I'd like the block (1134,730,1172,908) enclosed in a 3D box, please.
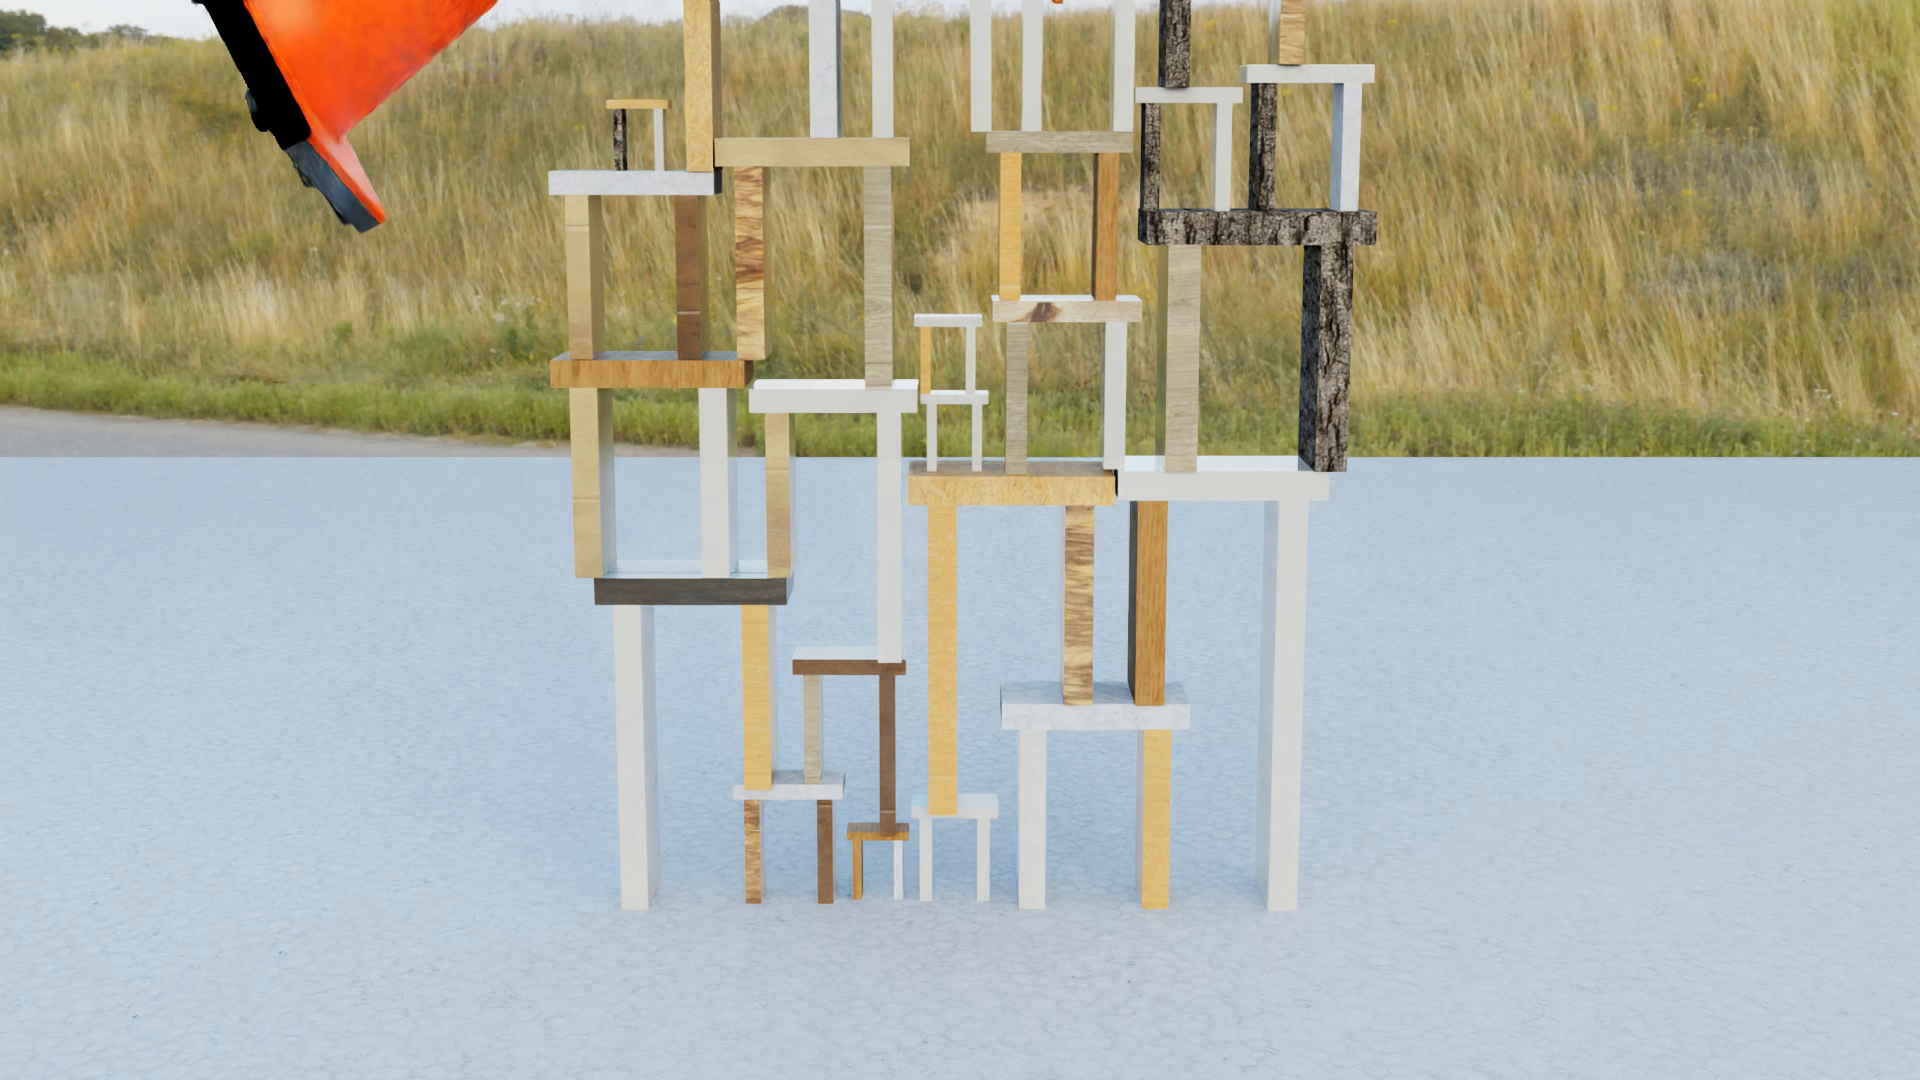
[{"bbox_3d":[0.319,0.441,3.643,0.043,0.302,0.151,0,11,0],"label":"block"}]

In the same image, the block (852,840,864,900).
[{"bbox_3d":[-0.170,0.540,3.657,0.014,0.102,0.051,0,11,0],"label":"block"}]

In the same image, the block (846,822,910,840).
[{"bbox_3d":[-0.136,0.483,3.647,0.102,0.014,0.051,0,11,0],"label":"block"}]

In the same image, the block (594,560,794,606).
[{"bbox_3d":[-0.428,0.068,3.569,0.306,0.043,0.153,0,11,0],"label":"block"}]

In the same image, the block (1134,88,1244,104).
[{"bbox_3d":[0.353,-0.694,3.431,0.166,0.023,0.083,0,11,0],"label":"block"}]

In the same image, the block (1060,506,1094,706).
[{"bbox_3d":[0.189,0.090,3.577,0.046,0.326,0.163,0,11,0],"label":"block"}]

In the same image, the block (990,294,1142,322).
[{"bbox_3d":[0.167,-0.367,3.486,0.233,0.033,0.117,0,11,0],"label":"block"}]

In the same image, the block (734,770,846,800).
[{"bbox_3d":[-0.281,0.403,3.630,0.178,0.025,0.089,0,10,0],"label":"block"}]

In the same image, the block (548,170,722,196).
[{"bbox_3d":[-0.508,-0.562,3.456,0.255,0.036,0.127,0,11,0],"label":"block"}]

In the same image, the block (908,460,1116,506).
[{"bbox_3d":[0.081,-0.093,3.543,0.326,0.046,0.163,0,11,0],"label":"block"}]

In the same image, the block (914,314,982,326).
[{"bbox_3d":[-0.018,-0.349,3.491,0.107,0.015,0.054,0,11,0],"label":"block"}]

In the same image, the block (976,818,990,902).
[{"bbox_3d":[0.039,0.520,3.655,0.020,0.142,0.071,0,11,0],"label":"block"}]

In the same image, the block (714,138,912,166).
[{"bbox_3d":[-0.226,-0.608,3.447,0.299,0.042,0.149,0,11,0],"label":"block"}]

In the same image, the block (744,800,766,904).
[{"bbox_3d":[-0.340,0.503,3.649,0.025,0.178,0.089,0,11,0],"label":"block"}]

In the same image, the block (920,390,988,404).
[{"bbox_3d":[-0.009,-0.228,3.511,0.108,0.015,0.054,0,11,0],"label":"block"}]

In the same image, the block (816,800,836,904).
[{"bbox_3d":[-0.221,0.503,3.649,0.025,0.178,0.089,0,11,0],"label":"block"}]

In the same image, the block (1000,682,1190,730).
[{"bbox_3d":[0.219,0.271,3.612,0.302,0.043,0.151,0,11,0],"label":"block"}]

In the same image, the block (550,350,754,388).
[{"bbox_3d":[-0.488,-0.273,3.507,0.303,0.043,0.152,0,11,0],"label":"block"}]

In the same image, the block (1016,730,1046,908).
[{"bbox_3d":[0.118,0.441,3.643,0.043,0.302,0.151,0,11,0],"label":"block"}]

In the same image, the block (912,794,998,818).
[{"bbox_3d":[-0.009,0.441,3.640,0.142,0.020,0.071,0,11,0],"label":"block"}]

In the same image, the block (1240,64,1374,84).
[{"bbox_3d":[0.539,-0.725,3.424,0.195,0.028,0.098,0,11,0],"label":"block"}]

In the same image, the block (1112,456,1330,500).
[{"bbox_3d":[0.415,-0.100,3.542,0.333,0.047,0.167,0,11,0],"label":"block"}]

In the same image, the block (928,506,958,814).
[{"bbox_3d":[-0.028,0.180,3.594,0.046,0.509,0.163,0,11,0],"label":"block"}]

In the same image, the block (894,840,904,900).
[{"bbox_3d":[-0.102,0.541,3.657,0.014,0.102,0.051,0,11,0],"label":"block"}]

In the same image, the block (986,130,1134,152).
[{"bbox_3d":[0.154,-0.623,3.443,0.227,0.032,0.113,0,11,0],"label":"block"}]

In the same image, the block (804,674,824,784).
[{"bbox_3d":[-0.240,0.300,3.613,0.026,0.184,0.092,0,10,0],"label":"block"}]

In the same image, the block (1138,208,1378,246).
[{"bbox_3d":[0.464,-0.494,3.466,0.353,0.050,0.176,0,11,0],"label":"block"}]

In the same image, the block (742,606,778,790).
[{"bbox_3d":[-0.327,0.240,3.601,0.043,0.306,0.153,0,10,0],"label":"block"}]

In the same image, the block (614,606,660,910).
[{"bbox_3d":[-0.530,0.340,3.619,0.043,0.509,0.153,0,11,0],"label":"block"}]

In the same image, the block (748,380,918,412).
[{"bbox_3d":[-0.199,-0.230,3.512,0.264,0.037,0.132,0,11,0],"label":"block"}]

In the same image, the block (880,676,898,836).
[{"bbox_3d":[-0.118,0.343,3.621,0.026,0.271,0.092,0,11,0],"label":"block"}]

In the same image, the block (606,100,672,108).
[{"bbox_3d":[-0.501,-0.681,3.436,0.095,0.014,0.048,0,11,0],"label":"block"}]

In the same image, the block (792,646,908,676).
[{"bbox_3d":[-0.179,0.197,3.594,0.184,0.026,0.092,0,11,0],"label":"block"}]

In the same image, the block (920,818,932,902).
[{"bbox_3d":[-0.056,0.520,3.655,0.020,0.142,0.071,0,11,0],"label":"block"}]
